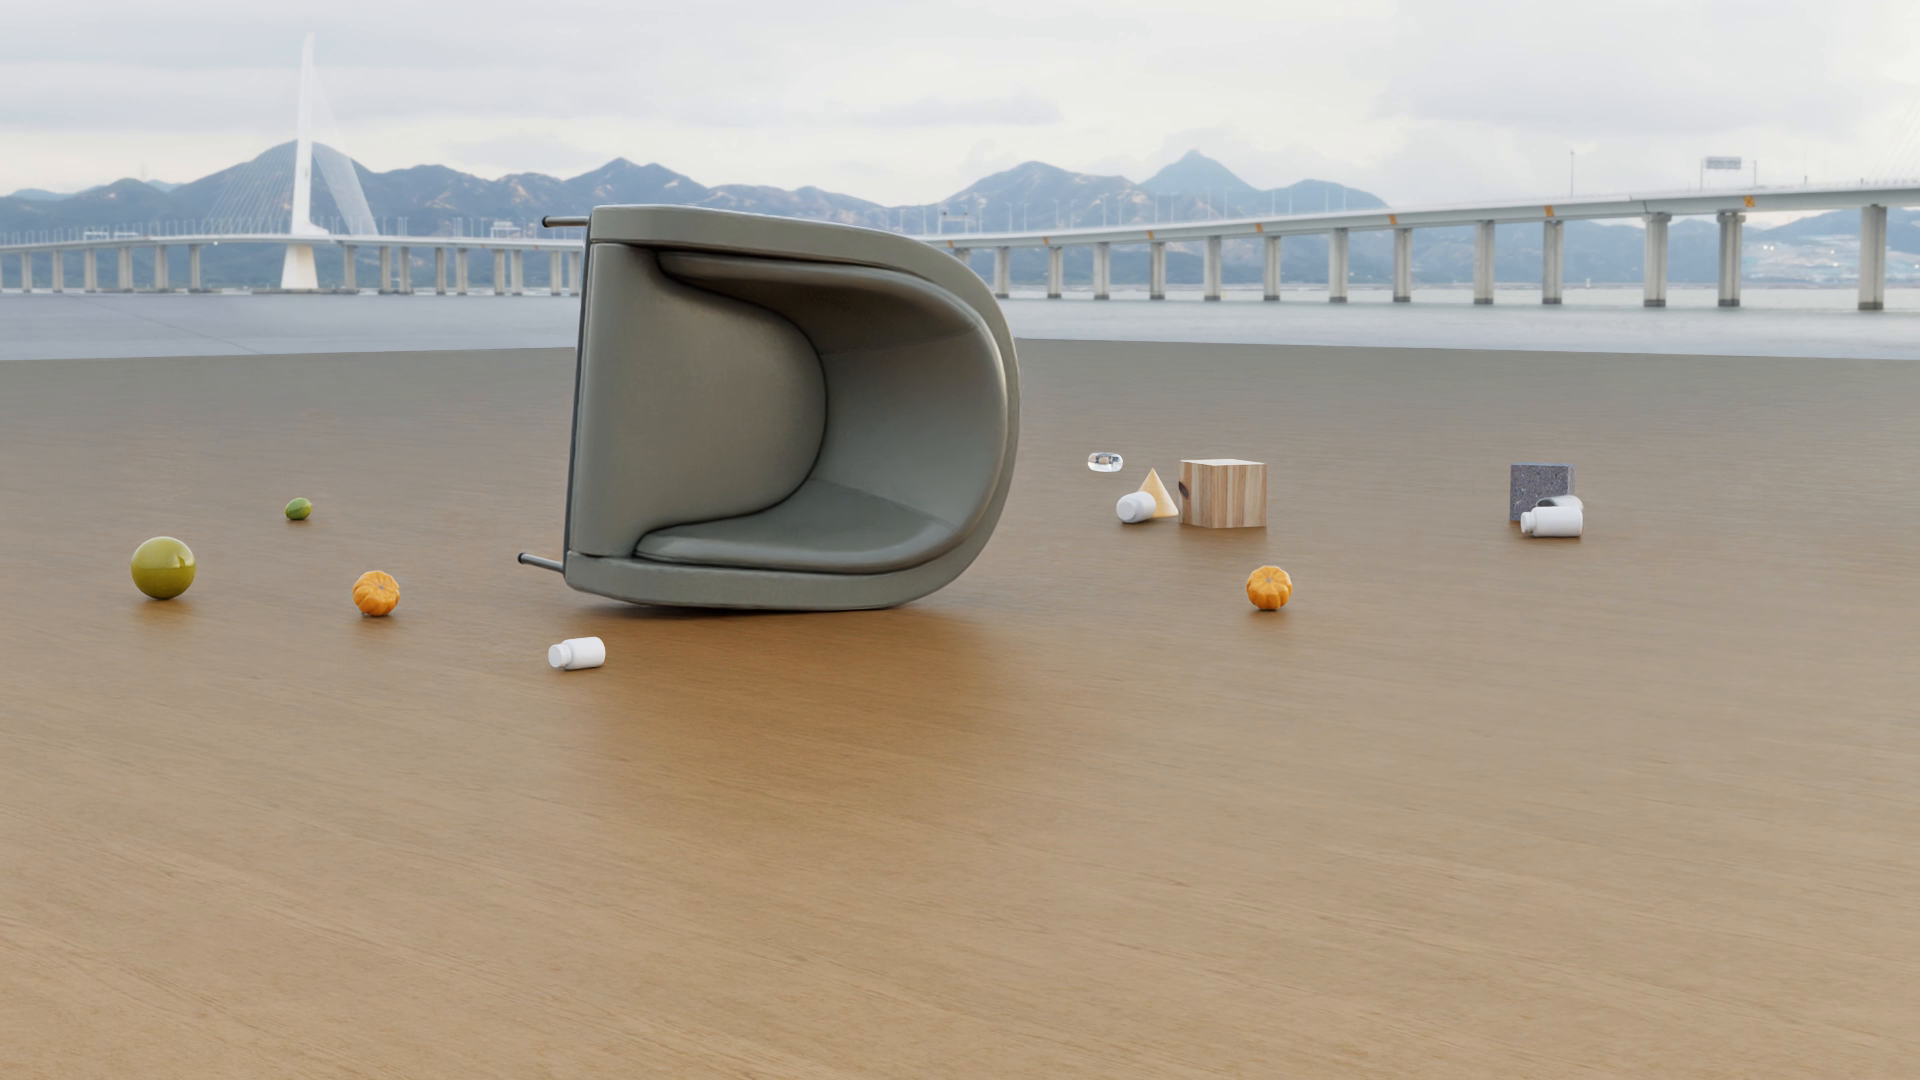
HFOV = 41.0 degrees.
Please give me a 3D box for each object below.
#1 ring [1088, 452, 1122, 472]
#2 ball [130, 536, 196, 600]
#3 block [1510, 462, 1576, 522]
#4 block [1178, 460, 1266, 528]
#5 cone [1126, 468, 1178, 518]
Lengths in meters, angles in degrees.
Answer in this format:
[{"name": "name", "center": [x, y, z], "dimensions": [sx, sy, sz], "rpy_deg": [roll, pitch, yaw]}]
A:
[{"name": "ring", "center": [0.492, -0.263, 8.696], "dimensions": [0.090, 0.057, 0.138], "rpy_deg": [-8, 11, -44]}, {"name": "ball", "center": [-1.624, 0.057, 5.231], "dimensions": [0.129, 0.129, 0.129], "rpy_deg": [0, 6, 0]}, {"name": "block", "center": [1.577, -0.130, 6.943], "dimensions": [0.153, 0.150, 0.112], "rpy_deg": [3, 6, 23]}, {"name": "block", "center": [0.697, -0.125, 6.818], "dimensions": [0.161, 0.165, 0.190], "rpy_deg": [-2, 6, -23]}, {"name": "cone", "center": [0.537, -0.139, 7.147], "dimensions": [0.151, 0.126, 0.273], "rpy_deg": [0, 6, 0]}]
